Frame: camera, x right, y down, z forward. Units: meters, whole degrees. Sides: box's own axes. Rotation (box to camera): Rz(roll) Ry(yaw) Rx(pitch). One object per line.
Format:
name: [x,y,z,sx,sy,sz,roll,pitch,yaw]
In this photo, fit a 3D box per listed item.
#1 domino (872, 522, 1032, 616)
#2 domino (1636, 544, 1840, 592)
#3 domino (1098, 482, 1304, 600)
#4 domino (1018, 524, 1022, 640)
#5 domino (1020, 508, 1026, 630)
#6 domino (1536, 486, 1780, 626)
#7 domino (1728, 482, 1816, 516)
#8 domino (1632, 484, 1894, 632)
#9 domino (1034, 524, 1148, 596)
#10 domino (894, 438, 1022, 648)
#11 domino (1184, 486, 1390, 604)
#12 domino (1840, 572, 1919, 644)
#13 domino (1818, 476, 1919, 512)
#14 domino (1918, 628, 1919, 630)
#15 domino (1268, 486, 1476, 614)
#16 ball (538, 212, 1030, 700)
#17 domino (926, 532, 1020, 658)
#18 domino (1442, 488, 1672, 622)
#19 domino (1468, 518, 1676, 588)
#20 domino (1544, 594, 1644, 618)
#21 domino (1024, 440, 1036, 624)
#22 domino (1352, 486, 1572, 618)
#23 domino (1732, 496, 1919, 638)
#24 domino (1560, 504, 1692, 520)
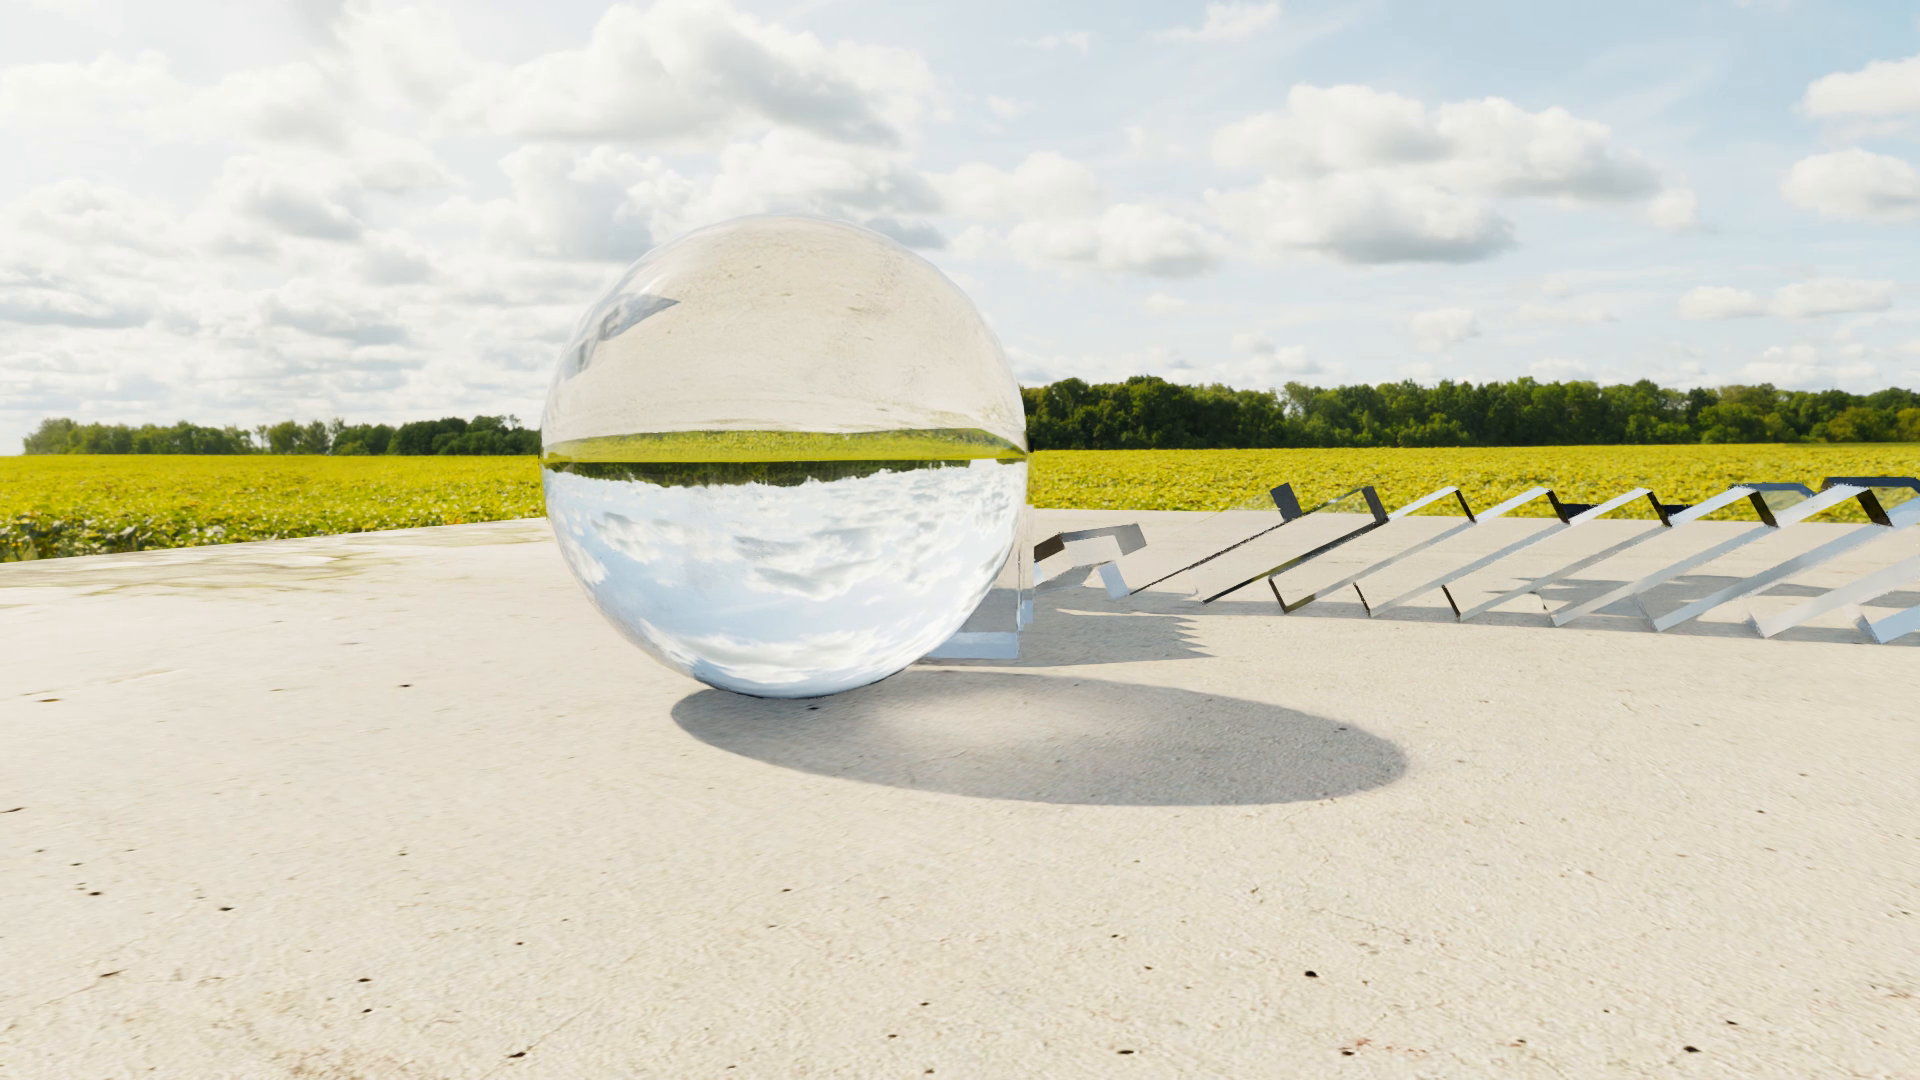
domino: [-0.003,0.007,0.342,0.025,0.010,0.050,-32,14,-16]
domino: [0.240,0.008,0.398,0.025,0.009,0.050,-1,4,-17]
domino: [0.063,0.001,0.340,0.050,0.010,0.025,-24,-3,-6]
domino: [0.001,-0.001,0.292,0.025,0.050,0.010,0,-37,4]
domino: [0.003,-0.002,0.304,0.025,0.050,0.009,0,-37,4]
domino: [0.162,0.004,0.302,0.050,0.009,0.025,-29,-7,21]
domino: [0.251,-0.001,0.375,0.025,0.009,0.050,-1,30,-11]
domino: [0.181,0.004,0.294,0.050,0.009,0.025,-30,-7,21]
domino: [0.031,0.006,0.357,0.025,0.009,0.050,-28,-11,30]
domino: [0.000,0.000,0.279,0.025,0.050,0.009,0,-37,4]
domino: [0.084,0.001,0.334,0.050,0.009,0.025,-25,-3,6]
domino: [0.218,0.005,0.275,0.050,0.009,0.025,-30,-3,22]
domino: [0.261,0.000,0.352,0.025,0.009,0.050,0,34,4]
domino: [0.240,0.003,0.289,0.050,0.009,0.025,-36,13,-10]
domino: [0.104,0.002,0.326,0.050,0.009,0.025,-28,-3,15]
ball: [-0.028,-0.014,0.214,0.080,0.080,0.080,0,4,0]
domino: [0.000,0.001,0.267,0.025,0.050,0.009,0,-37,4]
domino: [0.143,0.003,0.310,0.050,0.010,0.025,-28,-7,21]
domino: [0.179,0.004,0.376,0.050,0.010,0.025,-1,-26,-15]
domino: [0.174,0.012,0.341,0.025,0.010,0.050,3,5,36]
domino: [0.006,-0.003,0.317,0.025,0.050,0.009,0,-37,4]
domino: [0.123,0.003,0.319,0.050,0.009,0.025,-28,-4,17]
domino: [0.199,0.004,0.284,0.050,0.010,0.025,-30,-6,21]
domino: [0.198,0.001,0.399,0.050,0.009,0.025,1,-39,23]
